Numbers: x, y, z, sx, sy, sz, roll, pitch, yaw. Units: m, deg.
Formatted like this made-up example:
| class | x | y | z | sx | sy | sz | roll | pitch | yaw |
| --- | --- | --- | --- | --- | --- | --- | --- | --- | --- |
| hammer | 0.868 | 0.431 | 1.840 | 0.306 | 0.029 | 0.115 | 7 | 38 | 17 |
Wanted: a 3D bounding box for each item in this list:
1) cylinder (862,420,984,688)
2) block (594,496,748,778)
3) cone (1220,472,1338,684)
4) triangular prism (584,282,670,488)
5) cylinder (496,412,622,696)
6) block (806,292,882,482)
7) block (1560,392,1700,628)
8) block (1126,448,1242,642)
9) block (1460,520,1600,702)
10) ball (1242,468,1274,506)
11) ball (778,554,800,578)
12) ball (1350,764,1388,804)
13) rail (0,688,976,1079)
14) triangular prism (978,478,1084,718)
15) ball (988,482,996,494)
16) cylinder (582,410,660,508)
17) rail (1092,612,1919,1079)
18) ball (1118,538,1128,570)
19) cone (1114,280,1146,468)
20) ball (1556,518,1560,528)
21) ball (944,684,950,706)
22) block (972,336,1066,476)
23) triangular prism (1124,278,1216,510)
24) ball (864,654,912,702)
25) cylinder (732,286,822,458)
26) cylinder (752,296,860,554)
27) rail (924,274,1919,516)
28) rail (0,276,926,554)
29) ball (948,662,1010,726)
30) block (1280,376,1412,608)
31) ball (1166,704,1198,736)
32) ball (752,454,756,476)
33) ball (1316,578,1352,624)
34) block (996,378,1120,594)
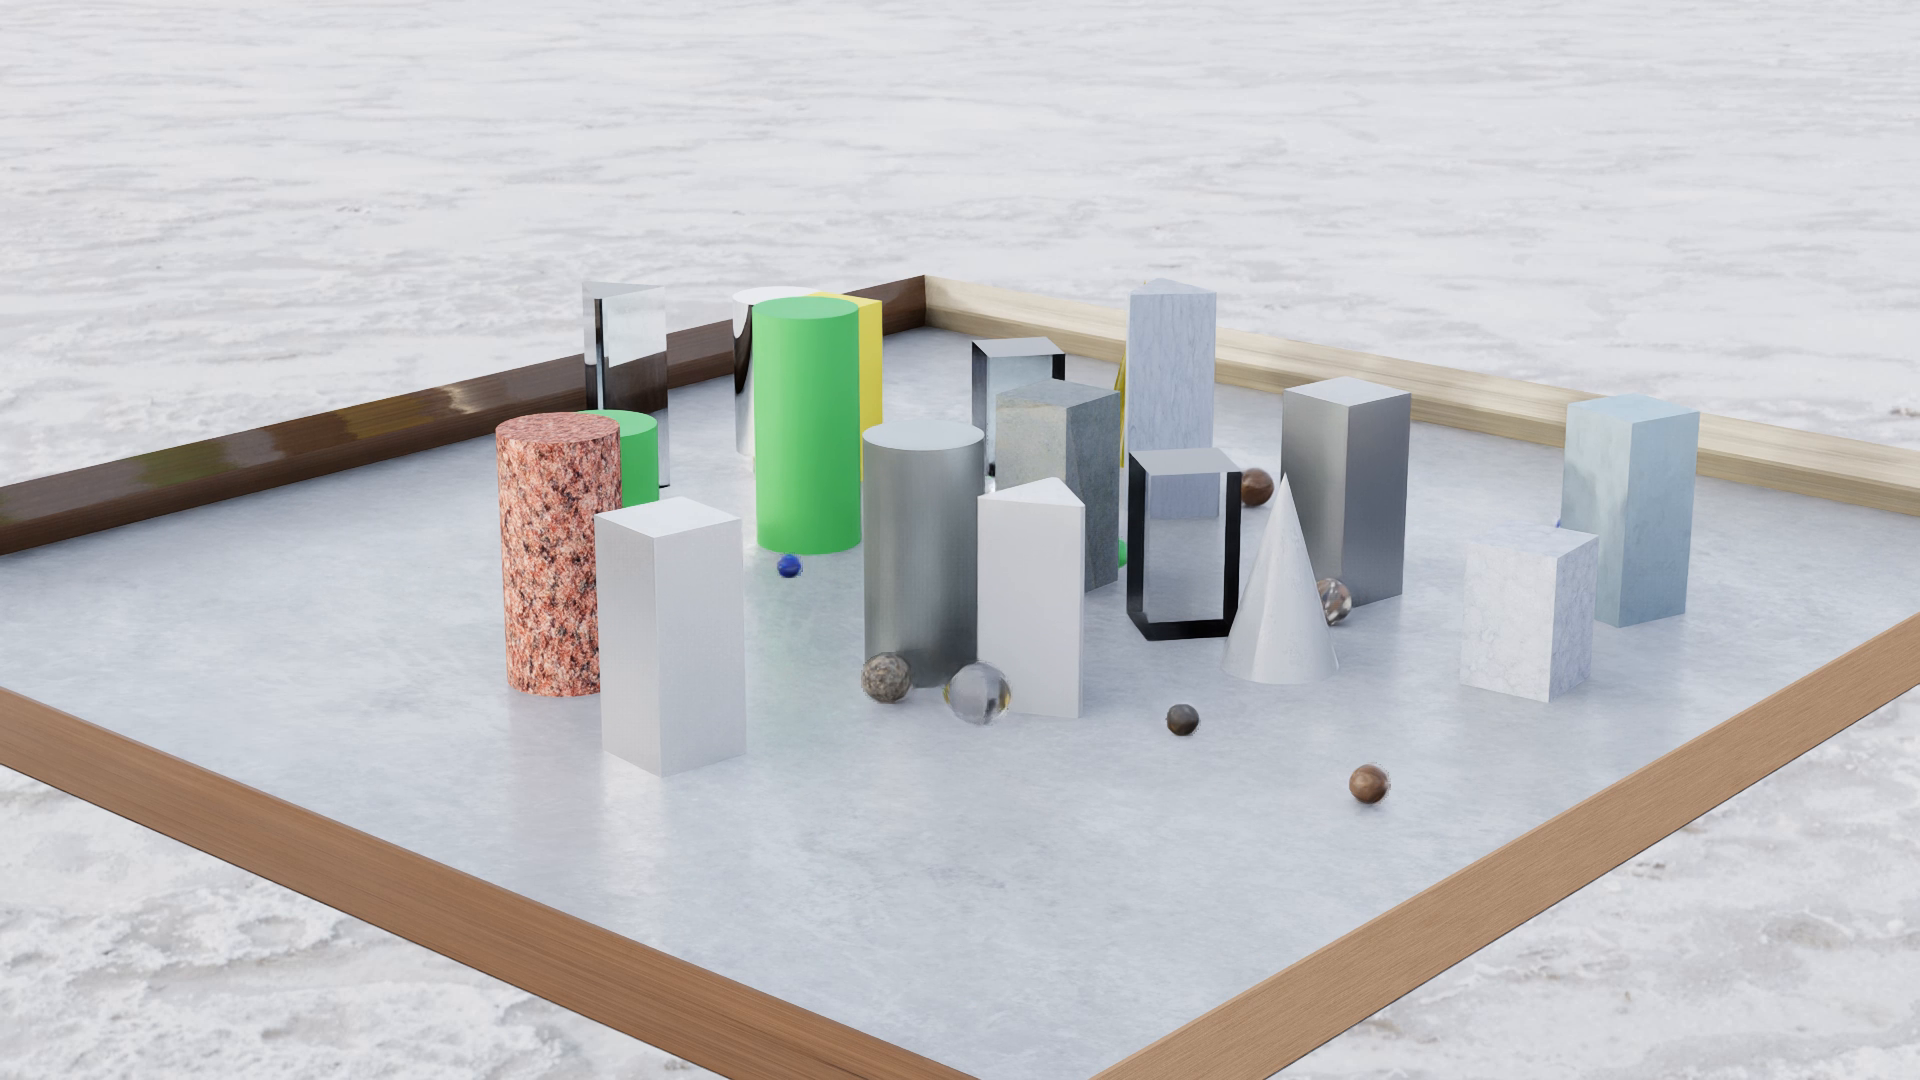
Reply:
| class | x | y | z | sx | sy | sz | roll | pitch | yaw |
| --- | --- | --- | --- | --- | --- | --- | --- | --- | --- |
| cylinder | -0.058 | 0.020 | 4.703 | 0.193 | 0.391 | 0.193 | 0 | 17 | 0 |
| block | -0.428 | 0.141 | 4.341 | 0.155 | 0.367 | 0.155 | -14 | 22 | -38 |
| cone | 0.520 | 0.046 | 4.728 | 0.193 | 0.326 | 0.193 | 0 | 17 | 0 |
| triangular prism | -0.683 | -0.298 | 5.737 | 0.145 | 0.402 | 0.168 | 16 | 23 | 43 |
| cylinder | -0.631 | 0.022 | 4.658 | 0.193 | 0.414 | 0.193 | 0 | 17 | 0 |
| block | -0.262 | -0.298 | 5.820 | 0.155 | 0.354 | 0.155 | 12 | 21 | 35 |
| block | 1.137 | -0.053 | 5.001 | 0.155 | 0.358 | 0.155 | -10 | 19 | -30 |
| block | 0.375 | 0.006 | 4.930 | 0.155 | 0.287 | 0.155 | -3 | 17 | -10 |
| block | 0.906 | 0.111 | 4.669 | 0.155 | 0.237 | 0.155 | 12 | 20 | 34 |
| ball | 0.569 | -0.103 | 5.655 | 0.076 | 0.076 | 0.076 | 0 | 17 | 0 |
| ball | -0.304 | 0.047 | 5.219 | 0.042 | 0.042 | 0.042 | 0 | 17 | 0 |
| ball | 0.585 | 0.349 | 4.193 | 0.056 | 0.056 | 0.056 | 0 | 17 | 0 |
| rail | -1.007 | 0.367 | 4.009 | 2.940 | 0.126 | 0.045 | 14 | 22 | 39 |
| triangular prism | 0.128 | 0.085 | 4.574 | 0.168 | 0.341 | 0.145 | 5 | 17 | 16 |
| ball | 0.080 | -0.087 | 5.639 | 0.055 | 0.055 | 0.055 | 0 | 17 | 0 |
| cylinder | -0.607 | -0.035 | 4.980 | 0.193 | 0.335 | 0.193 | 0 | 17 | 0 |
| rail | 1.092 | 0.305 | 4.213 | 0.045 | 0.126 | 3.121 | 14 | 22 | 39 |
| ball | 0.272 | 0.024 | 5.256 | 0.063 | 0.063 | 0.063 | 0 | 17 | 0 |
| cone | 0.373 | -0.349 | 5.961 | 0.193 | 0.370 | 0.193 | 0 | 17 | 0 |
| ball | 1.126 | -0.012 | 5.328 | 0.091 | 0.091 | 0.091 | 0 | 17 | 0 |
| ball | -0.005 | 0.241 | 4.577 | 0.041 | 0.041 | 0.041 | 0 | 17 | 0 |
| block | 0.117 | -0.270 | 5.915 | 0.155 | 0.245 | 0.155 | -4 | 17 | -12 |
| triangular prism | 0.393 | -0.283 | 5.651 | 0.168 | 0.423 | 0.145 | -2 | 17 | -5 |
| ball | -0.114 | 0.217 | 4.595 | 0.076 | 0.076 | 0.076 | 0 | 17 | 0 |
| cylinder | -0.368 | -0.344 | 6.031 | 0.193 | 0.321 | 0.193 | 0 | 17 | 0 |
| cylinder | -0.280 | -0.211 | 5.383 | 0.193 | 0.440 | 0.193 | 0 | 17 | 0 |
| rail | 1.007 | -0.304 | 6.231 | 2.940 | 0.126 | 0.045 | 14 | 22 | 39 |
| rail | -1.092 | -0.242 | 6.028 | 0.045 | 0.126 | 3.121 | 14 | 22 | 39 |
| ball | 0.030 | 0.236 | 4.495 | 0.097 | 0.097 | 0.097 | 0 | 17 | 0 |
| block | 0.665 | -0.082 | 5.089 | 0.155 | 0.363 | 0.155 | -13 | 21 | -37 |
| ball | 0.338 | 0.273 | 4.455 | 0.050 | 0.050 | 0.050 | 0 | 17 | 0 |
| ball | -0.367 | -0.148 | 5.789 | 0.085 | 0.085 | 0.085 | 0 | 17 | 0 |
| ball | 0.625 | 0.104 | 4.966 | 0.078 | 0.078 | 0.078 | 0 | 17 | 0 |
| block | 0.171 | -0.091 | 5.149 | 0.155 | 0.345 | 0.155 | 14 | 21 | 38 |
